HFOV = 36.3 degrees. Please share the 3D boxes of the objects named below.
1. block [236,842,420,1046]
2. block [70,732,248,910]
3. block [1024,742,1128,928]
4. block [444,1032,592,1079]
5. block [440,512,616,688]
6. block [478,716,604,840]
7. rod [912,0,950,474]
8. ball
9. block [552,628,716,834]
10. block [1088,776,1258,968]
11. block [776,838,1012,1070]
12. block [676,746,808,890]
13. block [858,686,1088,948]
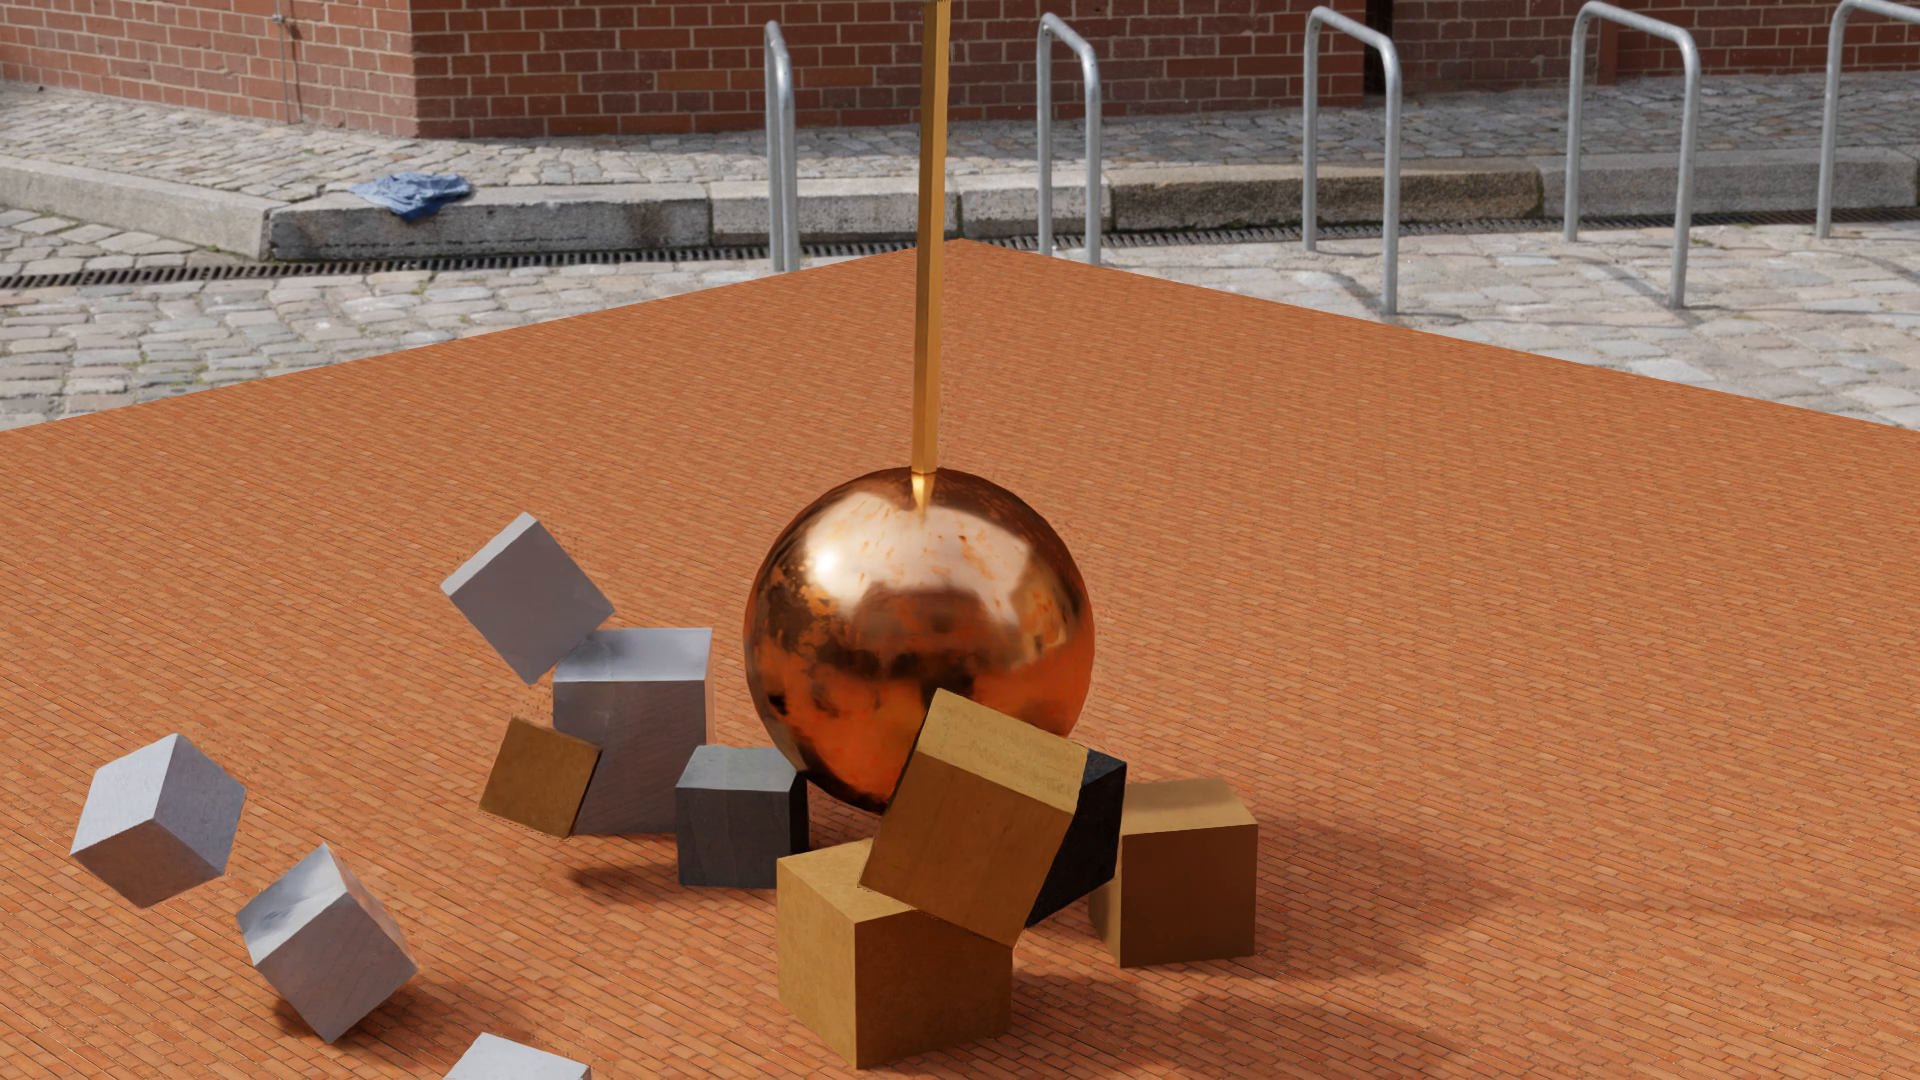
[{"bbox_3d":[-2.590,1.644,11.992,0.465,0.475,0.553,-39,25,-7],"label":"block"},{"bbox_3d":[-3.294,1.158,12.067,0.460,0.417,0.458,-23,39,23],"label":"block"},{"bbox_3d":[0.249,1.129,11.748,0.551,0.518,0.607,19,25,33],"label":"block"},{"bbox_3d":[-1.616,2.139,10.575,0.466,0.427,0.453,12,40,24],"label":"block"},{"bbox_3d":[-2.076,0.276,14.056,0.548,0.570,0.577,-42,13,-8],"label":"block"},{"bbox_3d":[-1.900,1.079,13.322,0.418,0.428,0.409,21,-4,-3],"label":"block"},{"bbox_3d":[-0.081,-2.809,12.375,0.080,5.200,0.080,17,21,42],"label":"rod"},{"bbox_3d":[-0.186,0.463,13.292,1.600,1.600,1.600,0,17,0],"label":"ball"},{"bbox_3d":[-1.560,0.913,14.155,0.711,0.770,0.749,-1,17,-2],"label":"block"},{"bbox_3d":[0.919,1.438,12.744,0.599,0.616,0.543,-4,18,-11],"label":"block"},{"bbox_3d":[-0.273,1.657,12.006,0.711,0.640,0.710,-9,20,-28],"label":"block"},{"bbox_3d":[-0.996,1.274,13.486,0.516,0.483,0.518,2,18,6],"label":"block"},{"bbox_3d":[0.057,1.026,10.922,0.620,0.593,0.584,22,21,-1],"label":"block"}]
